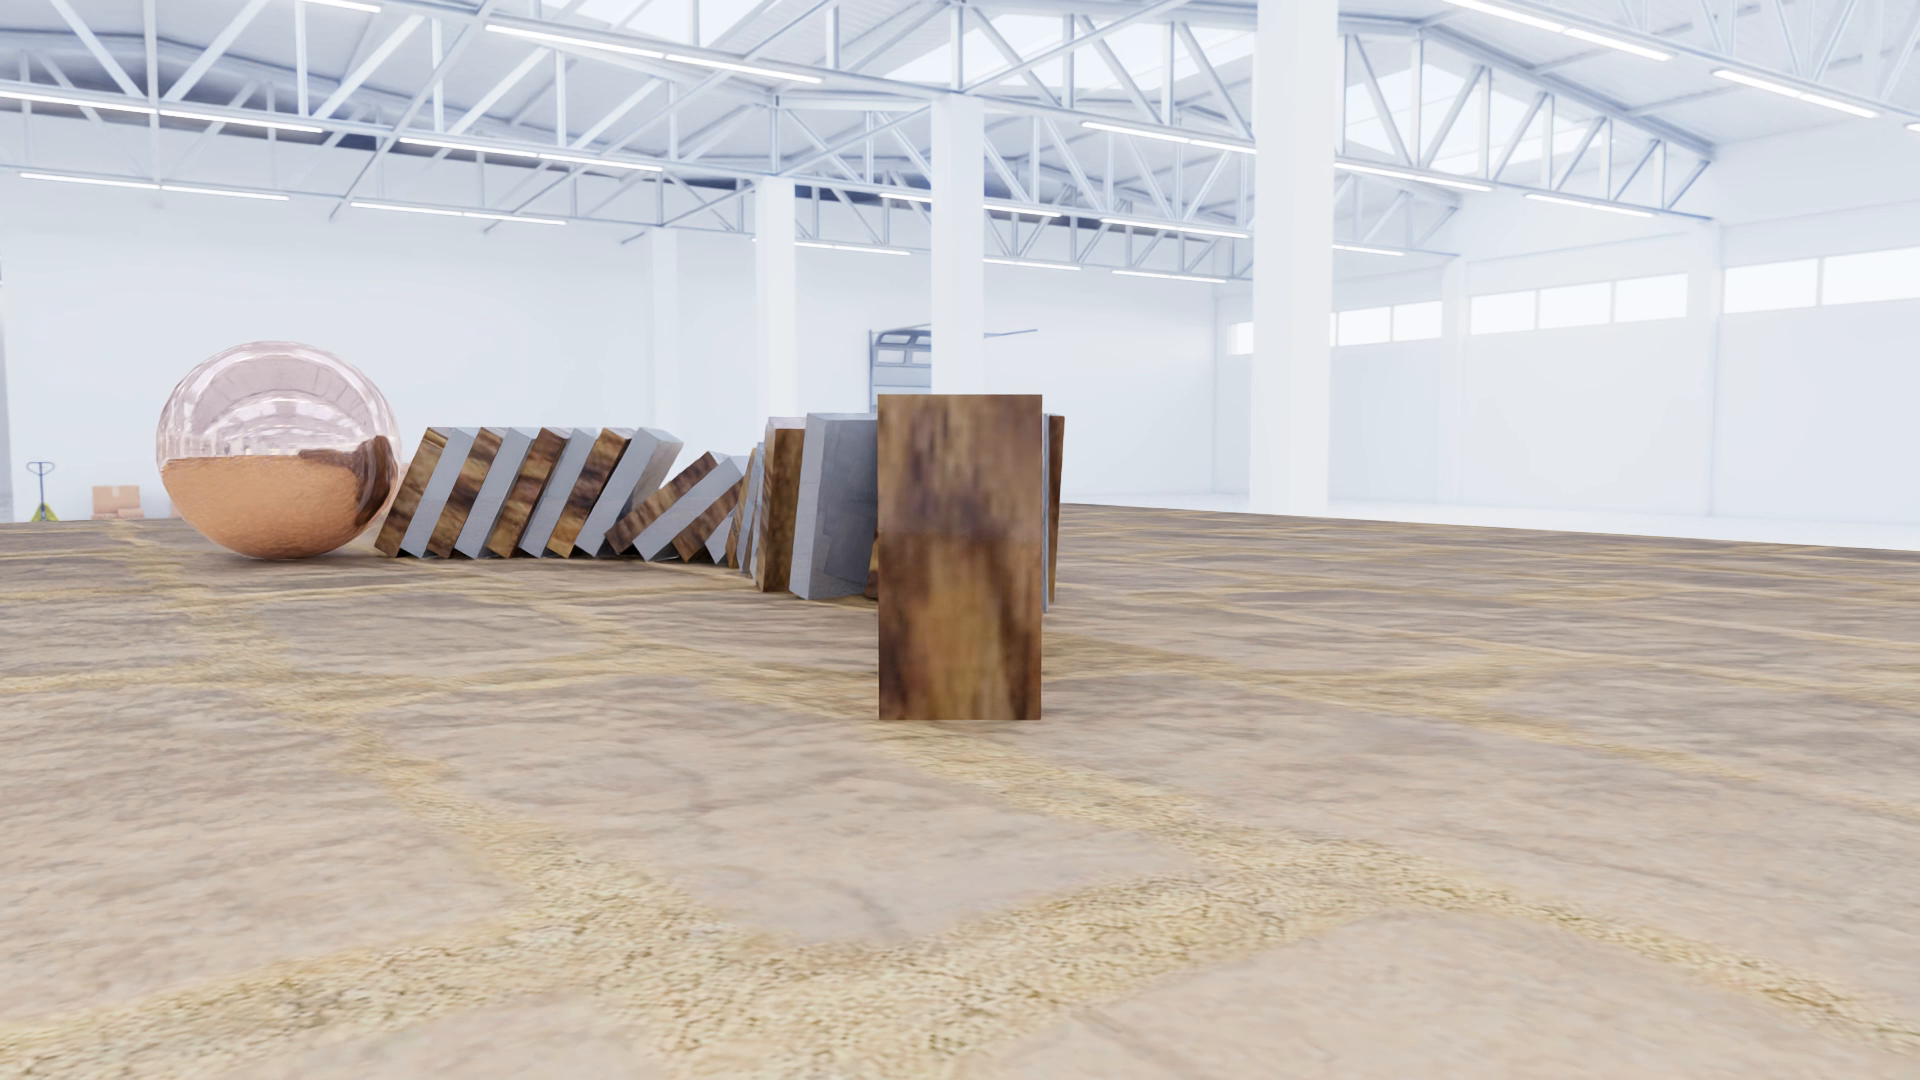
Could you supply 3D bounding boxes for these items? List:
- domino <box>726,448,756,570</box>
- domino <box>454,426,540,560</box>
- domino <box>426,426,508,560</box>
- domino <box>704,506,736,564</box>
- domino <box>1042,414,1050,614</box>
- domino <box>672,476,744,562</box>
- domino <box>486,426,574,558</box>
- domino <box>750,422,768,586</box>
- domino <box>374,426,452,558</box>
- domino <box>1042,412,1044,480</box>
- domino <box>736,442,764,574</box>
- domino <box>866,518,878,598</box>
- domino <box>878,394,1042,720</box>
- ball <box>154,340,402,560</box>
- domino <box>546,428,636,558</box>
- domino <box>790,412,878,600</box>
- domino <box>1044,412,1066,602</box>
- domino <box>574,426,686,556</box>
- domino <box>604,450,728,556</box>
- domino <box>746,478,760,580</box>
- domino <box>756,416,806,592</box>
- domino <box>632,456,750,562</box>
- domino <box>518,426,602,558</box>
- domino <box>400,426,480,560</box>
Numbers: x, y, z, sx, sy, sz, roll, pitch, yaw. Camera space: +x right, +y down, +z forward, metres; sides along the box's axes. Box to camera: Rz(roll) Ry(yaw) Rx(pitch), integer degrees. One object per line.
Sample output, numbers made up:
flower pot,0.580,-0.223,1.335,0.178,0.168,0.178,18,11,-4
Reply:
domino,-0.061,-0.010,0.426,0.025,0.009,0.050,-2,-39,-25
domino,-0.169,-0.018,0.481,0.010,0.050,0.025,28,7,5
domino,-0.180,-0.018,0.482,0.009,0.050,0.025,28,7,5
domino,-0.064,-0.011,0.446,0.025,0.009,0.050,-3,-35,-52
domino,0.010,-0.007,0.327,0.025,0.050,0.009,1,4,7
domino,-0.077,-0.011,0.460,0.050,0.009,0.025,-39,-11,17
domino,-0.158,-0.018,0.483,0.009,0.050,0.025,28,8,5
domino,-0.047,-0.010,0.380,0.025,0.050,0.010,-2,33,-22
domino,-0.201,-0.018,0.486,0.009,0.050,0.025,28,7,5
domino,0.007,-0.006,0.309,0.025,0.050,0.009,1,4,11
domino,-0.055,-0.010,0.411,0.025,0.050,0.009,-2,47,-22
domino,-0.015,-0.010,0.356,0.009,0.050,0.025,10,6,11
domino,0.000,0.002,0.201,0.025,0.050,0.009,0,4,0
ball,-0.248,-0.033,0.470,0.080,0.080,0.080,0,4,0
domino,-0.136,-0.018,0.484,0.009,0.050,0.025,29,8,6
domino,-0.032,-0.010,0.354,0.025,0.050,0.010,-5,19,-39
domino,0.013,-0.009,0.342,0.025,0.050,0.009,1,10,-13
domino,-0.124,-0.018,0.482,0.009,0.050,0.025,32,6,6
domino,-0.105,-0.013,0.476,0.050,0.010,0.025,-37,-7,7
domino,-0.050,-0.010,0.396,0.025,0.050,0.009,-2,42,-22
domino,-0.043,-0.010,0.366,0.025,0.050,0.009,-2,26,-22
domino,-0.093,-0.012,0.467,0.050,0.009,0.025,-38,-8,16
domino,-0.147,-0.018,0.485,0.009,0.050,0.025,28,8,6
domino,-0.191,-0.018,0.484,0.009,0.050,0.025,28,7,5
